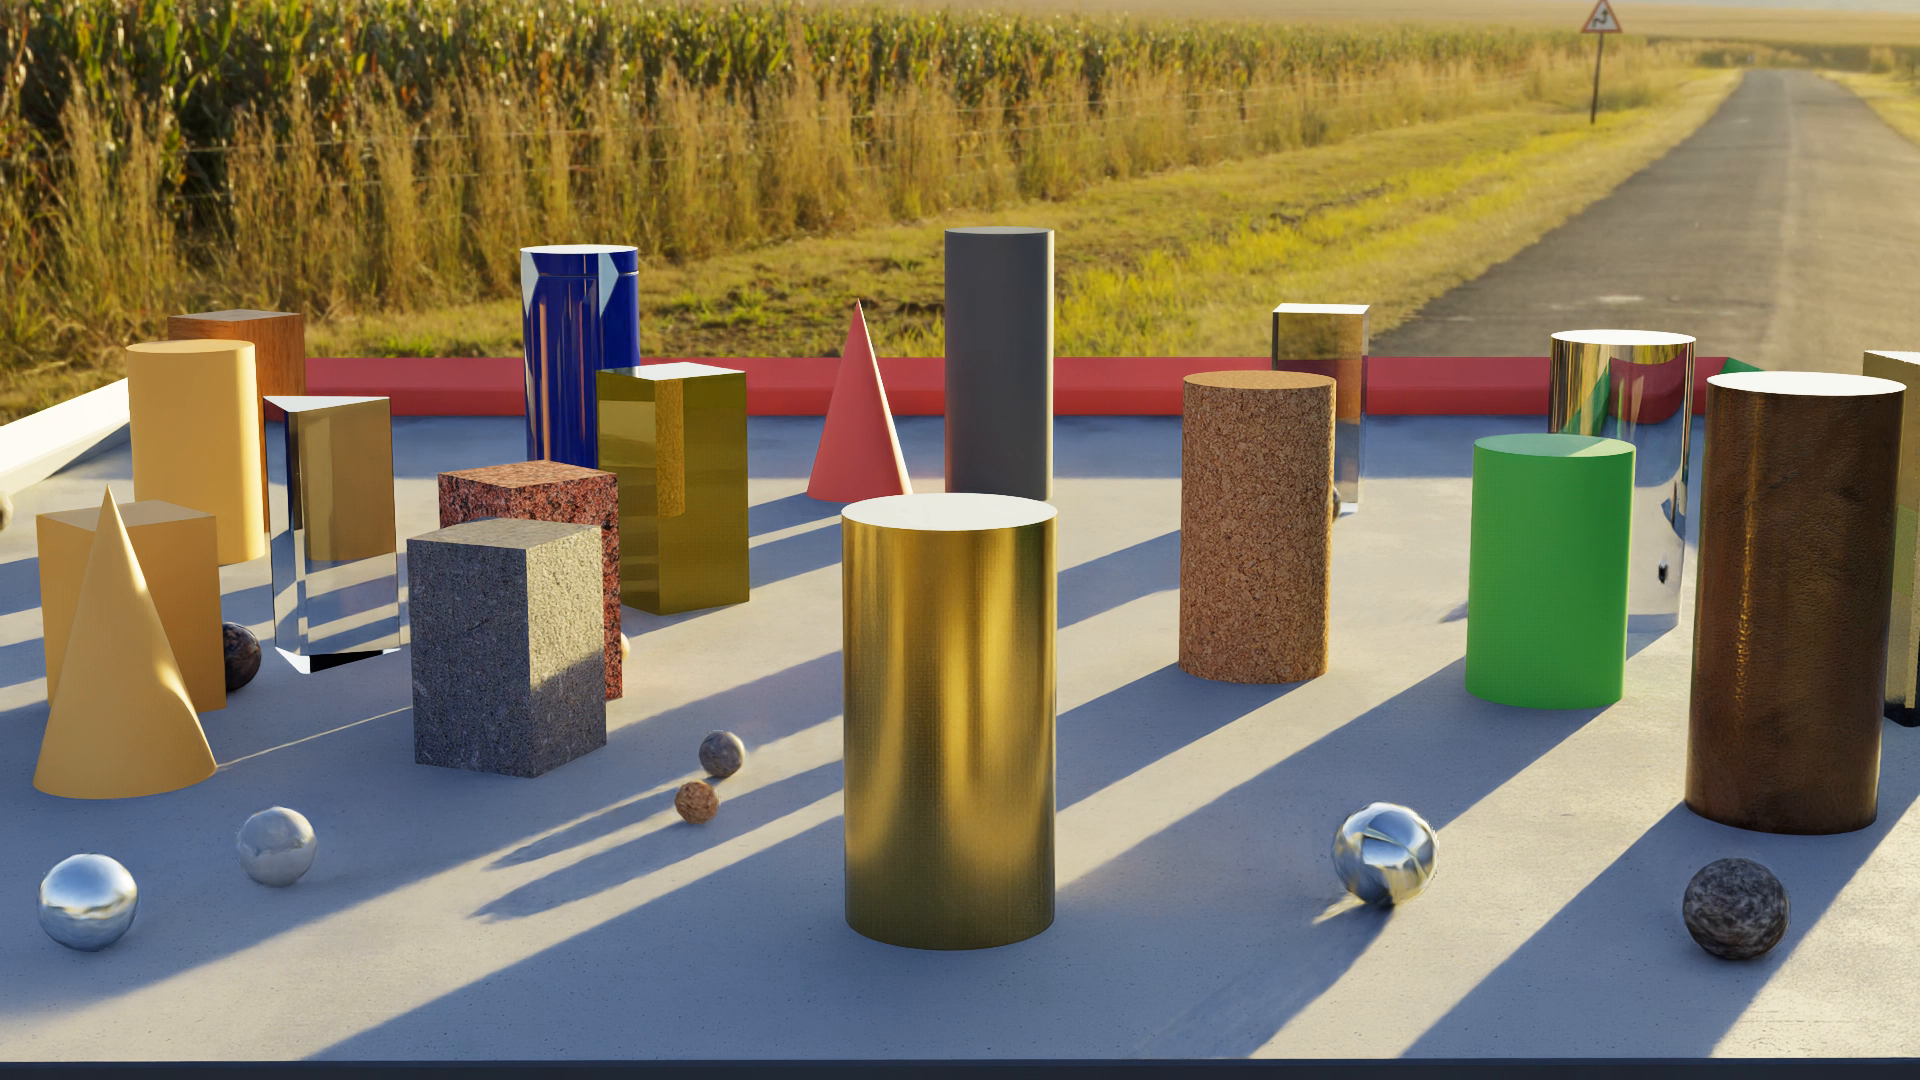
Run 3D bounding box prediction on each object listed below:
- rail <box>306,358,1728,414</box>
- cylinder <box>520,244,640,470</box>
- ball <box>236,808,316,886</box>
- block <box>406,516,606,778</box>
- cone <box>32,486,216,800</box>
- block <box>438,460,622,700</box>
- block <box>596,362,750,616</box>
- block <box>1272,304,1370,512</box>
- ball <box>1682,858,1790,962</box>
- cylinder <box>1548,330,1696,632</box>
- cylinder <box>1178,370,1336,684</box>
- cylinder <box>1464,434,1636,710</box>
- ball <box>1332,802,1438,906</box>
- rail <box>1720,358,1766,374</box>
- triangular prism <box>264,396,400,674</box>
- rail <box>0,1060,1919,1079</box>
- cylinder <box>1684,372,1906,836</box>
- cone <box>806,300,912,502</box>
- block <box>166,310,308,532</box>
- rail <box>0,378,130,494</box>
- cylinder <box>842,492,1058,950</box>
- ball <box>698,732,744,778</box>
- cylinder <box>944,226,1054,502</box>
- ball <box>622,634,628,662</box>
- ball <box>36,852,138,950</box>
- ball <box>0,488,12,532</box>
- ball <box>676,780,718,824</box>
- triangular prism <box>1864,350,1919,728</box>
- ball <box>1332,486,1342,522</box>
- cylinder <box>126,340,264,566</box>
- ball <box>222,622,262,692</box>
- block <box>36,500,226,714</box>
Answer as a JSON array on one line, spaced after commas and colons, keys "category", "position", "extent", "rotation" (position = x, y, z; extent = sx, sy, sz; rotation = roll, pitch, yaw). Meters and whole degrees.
[{"category": "rail", "position": [-0.011, -0.314, 5.287], "extent": [3.207, 0.118, 0.045], "rotation": [0, 11, 0]}, {"category": "cylinder", "position": [-0.592, -0.238, 4.025], "extent": [0.181, 0.435, 0.181], "rotation": [0, 11, 0]}, {"category": "ball", "position": [-0.610, 0.273, 2.287], "extent": [0.070, 0.070, 0.070], "rotation": [0, 11, 0]}, {"category": "block", "position": [-0.475, 0.109, 2.702], "extent": [0.145, 0.239, 0.145], "rotation": [5, 12, 23]}, {"category": "cone", "position": [-0.861, 0.092, 2.619], "extent": [0.181, 0.304, 0.181], "rotation": [0, 11, 0]}, {"category": "block", "position": [-0.492, 0.053, 2.945], "extent": [0.145, 0.262, 0.145], "rotation": [-10, 15, -43]}, {"category": "block", "position": [-0.388, -0.073, 3.471], "extent": [0.145, 0.314, 0.145], "rotation": [-9, 14, -39]}, {"category": "block", "position": [0.593, -0.220, 4.232], "extent": [0.145, 0.323, 0.145], "rotation": [2, 11, 13]}, {"category": "ball", "position": [0.635, 0.302, 2.099], "extent": [0.084, 0.084, 0.084], "rotation": [0, 11, 0]}, {"category": "cylinder", "position": [0.858, -0.080, 3.353], "extent": [0.181, 0.372, 0.181], "rotation": [0, 11, 0]}, {"category": "cylinder", "position": [0.356, -0.019, 3.086], "extent": [0.181, 0.351, 0.181], "rotation": [0, 11, 0]}, {"category": "cylinder", "position": [0.682, 0.033, 2.973], "extent": [0.181, 0.290, 0.181], "rotation": [0, 11, 0]}, {"category": "ball", "position": [0.370, 0.273, 2.234], "extent": [0.090, 0.090, 0.090], "rotation": [0, 11, 0]}, {"category": "rail", "position": [1.580, 0.029, 3.459], "extent": [0.045, 0.118, 3.786], "rotation": [0, 11, 0]}, {"category": "triangular prism", "position": [-0.800, -0.014, 3.154], "extent": [0.136, 0.317, 0.157], "rotation": [7, 13, 33]}, {"category": "rail", "position": [0.011, 0.375, 1.613], "extent": [3.207, 0.118, 0.045], "rotation": [0, 11, 0]}, {"category": "cylinder", "position": [0.807, 0.057, 2.489], "extent": [0.181, 0.421, 0.181], "rotation": [0, 11, 0]}, {"category": "cone", "position": [-0.171, -0.242, 4.324], "extent": [0.181, 0.333, 0.181], "rotation": [0, 11, 0]}, {"category": "block", "position": [-1.129, -0.186, 4.026], "extent": [0.145, 0.333, 0.145], "rotation": [7, 13, 32]}, {"category": "rail", "position": [-1.580, 0.032, 3.441], "extent": [0.045, 0.118, 3.786], "rotation": [0, 11, 0]}, {"category": "cylinder", "position": [-0.009, 0.149, 2.180], "extent": [0.181, 0.354, 0.181], "rotation": [0, 11, 0]}, {"category": "ball", "position": [-0.245, 0.220, 2.635], "extent": [0.047, 0.047, 0.047], "rotation": [0, 11, 0]}, {"category": "cylinder", "position": [0.065, -0.294, 4.292], "extent": [0.181, 0.446, 0.181], "rotation": [0, 11, 0]}, {"category": "ball", "position": [-0.427, 0.130, 3.096], "extent": [0.053, 0.053, 0.053], "rotation": [0, 11, 0]}, {"category": "ball", "position": [-0.722, 0.299, 2.122], "extent": [0.080, 0.080, 0.080], "rotation": [0, 11, 0]}, {"category": "ball", "position": [-1.504, -0.045, 3.950], "extent": [0.084, 0.084, 0.084], "rotation": [0, 11, 0]}, {"category": "ball", "position": [-0.254, 0.253, 2.477], "extent": [0.041, 0.041, 0.041], "rotation": [0, 11, 0]}, {"category": "triangular prism", "position": [1.069, -0.008, 2.895], "extent": [0.157, 0.400, 0.136], "rotation": [-8, 13, -36]}, {"category": "ball", "position": [0.562, -0.056, 4.029], "extent": [0.075, 0.075, 0.075], "rotation": [0, 11, 0]}, {"category": "cylinder", "position": [-1.127, -0.130, 3.784], "extent": [0.181, 0.312, 0.181], "rotation": [0, 11, 0]}, {"category": "ball", "position": [-0.857, 0.136, 2.992], "extent": [0.081, 0.081, 0.081], "rotation": [0, 11, 0]}, {"category": "block", "position": [-0.936, 0.081, 2.900], "extent": [0.145, 0.222, 0.145], "rotation": [-10, 14, -42]}]
